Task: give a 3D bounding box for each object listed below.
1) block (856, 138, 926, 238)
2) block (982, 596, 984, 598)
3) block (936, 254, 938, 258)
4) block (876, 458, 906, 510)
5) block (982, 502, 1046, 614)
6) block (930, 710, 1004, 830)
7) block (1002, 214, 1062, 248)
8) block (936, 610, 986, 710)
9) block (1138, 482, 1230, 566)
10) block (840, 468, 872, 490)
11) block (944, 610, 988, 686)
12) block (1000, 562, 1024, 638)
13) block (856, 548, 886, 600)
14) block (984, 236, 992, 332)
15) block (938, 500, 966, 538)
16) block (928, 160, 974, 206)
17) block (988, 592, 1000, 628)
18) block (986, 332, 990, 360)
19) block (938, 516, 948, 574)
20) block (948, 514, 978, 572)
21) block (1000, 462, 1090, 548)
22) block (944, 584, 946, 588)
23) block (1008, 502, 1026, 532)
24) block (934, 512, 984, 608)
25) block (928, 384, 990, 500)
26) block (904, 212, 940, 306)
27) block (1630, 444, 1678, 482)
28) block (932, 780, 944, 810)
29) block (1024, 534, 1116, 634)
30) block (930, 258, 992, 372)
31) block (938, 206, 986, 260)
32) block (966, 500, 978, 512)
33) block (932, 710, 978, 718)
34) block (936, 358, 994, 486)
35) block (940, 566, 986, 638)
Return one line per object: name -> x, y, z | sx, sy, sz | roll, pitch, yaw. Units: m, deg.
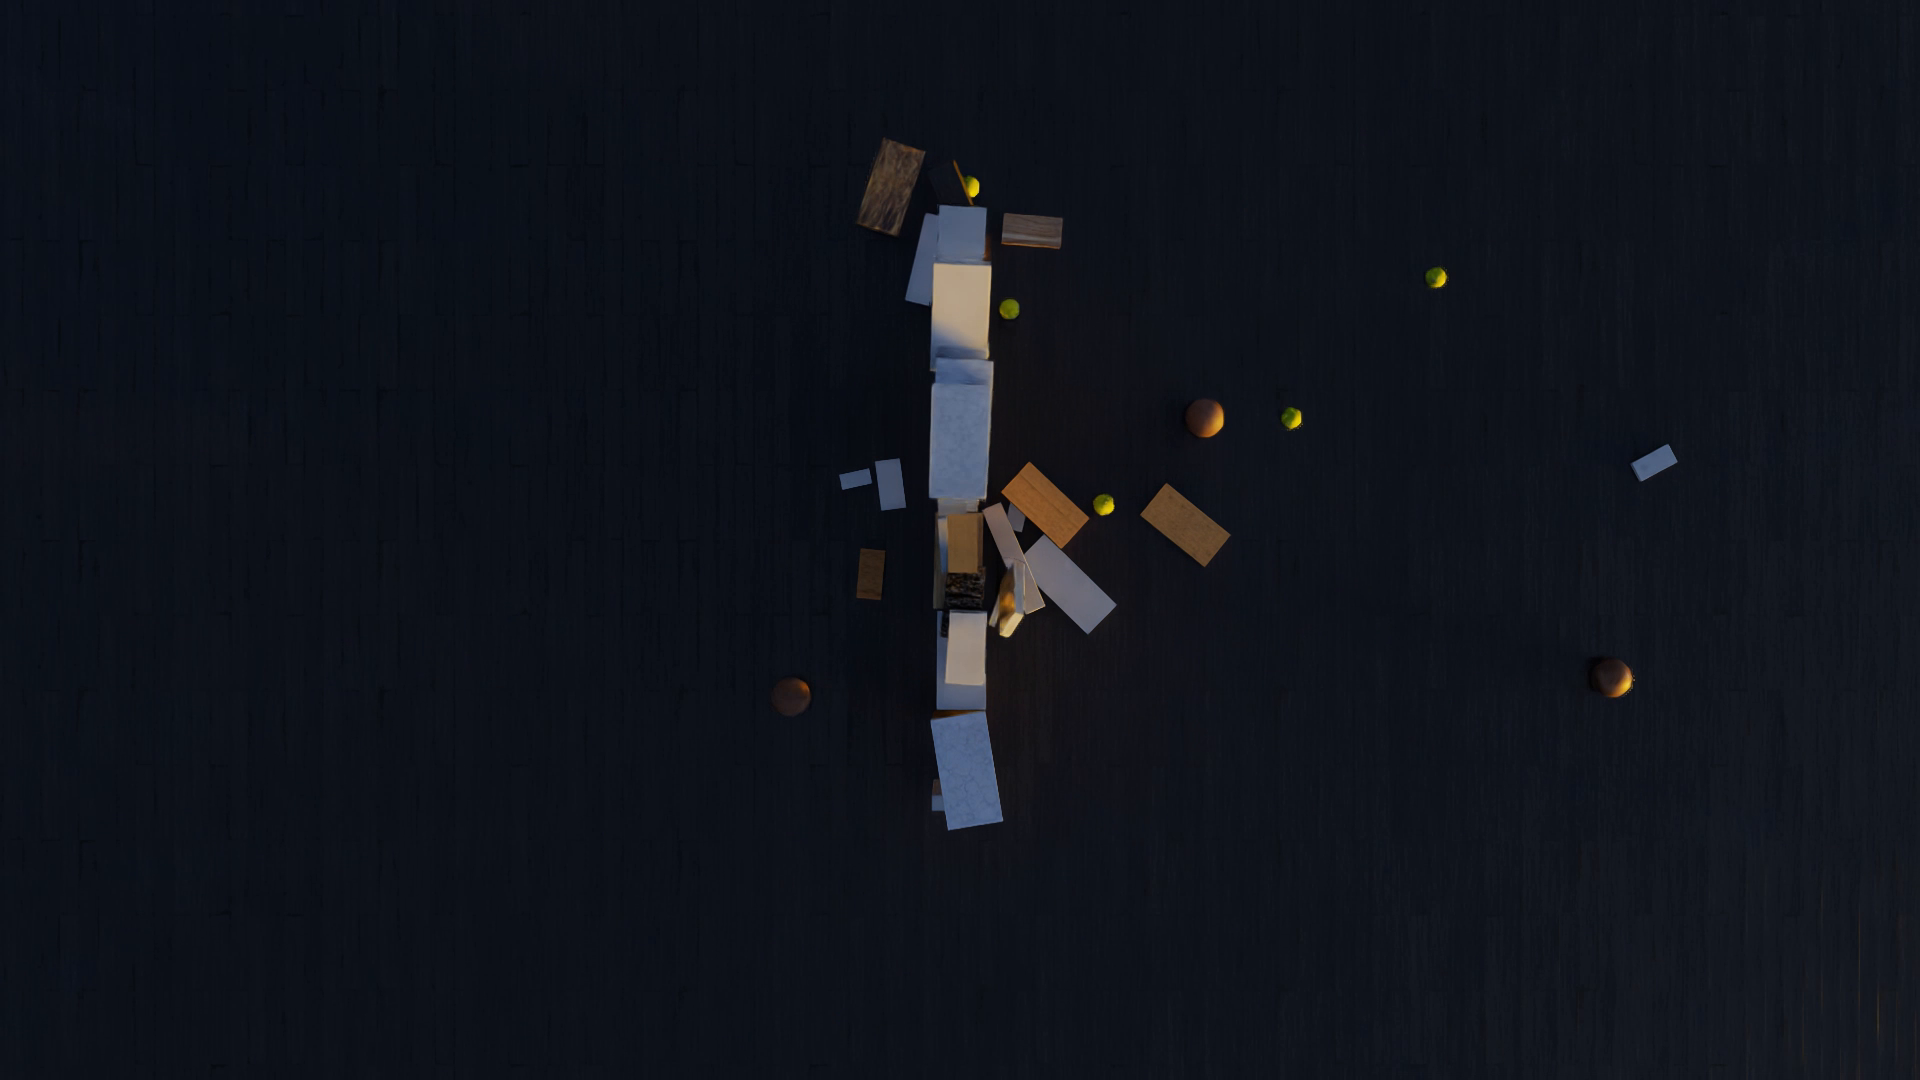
block -> -0.230, -1.168, 5.475 | 0.147, 0.042, 0.294 | 18, 90, -4
block -> 0.001, 0.165, 5.348 | 0.152, 0.303, 0.043 | 0, 89, 0
block -> 0.004, -0.766, 5.380 | 0.168, 0.048, 0.337 | 1, 127, 0
block -> -0.231, -0.185, 5.488 | 0.082, 0.023, 0.165 | -7, 90, 0
block -> 0.177, 0.059, 5.454 | 0.068, 0.019, 0.376 | -24, 80, 7
block -> 0.021, 0.715, 5.131 | 0.172, 0.049, 0.345 | -9, 90, 0
block -> 0.240, -1.028, 5.486 | 0.196, 0.028, 0.098 | 5, 89, 0
block -> 0.005, 0.377, 5.171 | 0.153, 0.043, 0.307 | 0, 90, 0
block -> 0.747, -0.050, 5.480 | 0.275, 0.039, 0.138 | 39, 90, 0
block -> -0.347, -0.203, 5.493 | 0.101, 0.014, 0.050 | -12, 90, 0
block -> 0.019, 0.332, 5.101 | 0.115, 0.033, 0.230 | 3, 104, -2
block -> 0.165, 0.191, 5.294 | 0.033, 0.230, 0.115 | 18, 131, -15
block -> -0.296, 0.113, 5.488 | 0.082, 0.023, 0.165 | 5, 90, 0
block -> 0.010, -0.796, 5.236 | 0.168, 0.048, 0.337 | 1, 92, 0
block -> -0.023, -0.059, 5.141 | 0.089, 0.025, 0.177 | -2, 90, 0
block -> -0.025, -1.144, 5.442 | 0.098, 0.028, 0.196 | -17, 107, 24
block -> 0.130, 0.206, 5.459 | 0.023, 0.082, 0.165 | 19, 90, 0
block -> 0.006, -0.546, 5.382 | 0.168, 0.048, 0.337 | 2, 126, 0
block -> -0.019, 0.012, 5.110 | 0.089, 0.025, 0.177 | -4, 107, 1
block -> 0.007, 0.012, 5.052 | 0.089, 0.025, 0.177 | 0, 86, -4
block -> 0.281, -0.115, 5.468 | 0.275, 0.039, 0.138 | 43, 88, -4
block -> -0.011, 0.196, 5.128 | 0.060, 0.017, 0.120 | -7, 103, 0
block -> 0.190, -0.091, 5.492 | 0.060, 0.017, 0.120 | 14, 90, 0
block -> -0.005, 0.065, 5.175 | 0.152, 0.043, 0.303 | 1, 90, 0
block -> -0.003, -0.303, 5.112 | 0.177, 0.050, 0.355 | 1, 87, 0
block -> -0.074, -0.919, 5.455 | 0.147, 0.042, 0.294 | 14, 94, 12
block -> 2.309, -0.257, 5.490 | 0.136, 0.019, 0.068 | -28, 90, 0
block -> -0.002, 0.822, 5.328 | 0.172, 0.345, 0.049 | 0, 90, 0
block -> 0.351, 0.146, 5.480 | 0.337, 0.039, 0.138 | 44, 90, 0
block -> 0.002, -0.697, 5.150 | 0.177, 0.050, 0.355 | 3, 118, 0
block -> 0.003, -0.898, 5.188 | 0.147, 0.042, 0.294 | 3, 91, 0
block -> 0.002, -0.216, 5.237 | 0.123, 0.035, 0.246 | 3, 90, 0
block -> -0.002, 0.592, 5.328 | 0.172, 0.345, 0.049 | 0, 90, 0
block -> 0.007, -0.370, 5.179 | 0.177, 0.050, 0.393 | 3, 94, 0
block -> 0.010, 0.192, 5.102 | 0.115, 0.033, 0.230 | 6, 103, -3
